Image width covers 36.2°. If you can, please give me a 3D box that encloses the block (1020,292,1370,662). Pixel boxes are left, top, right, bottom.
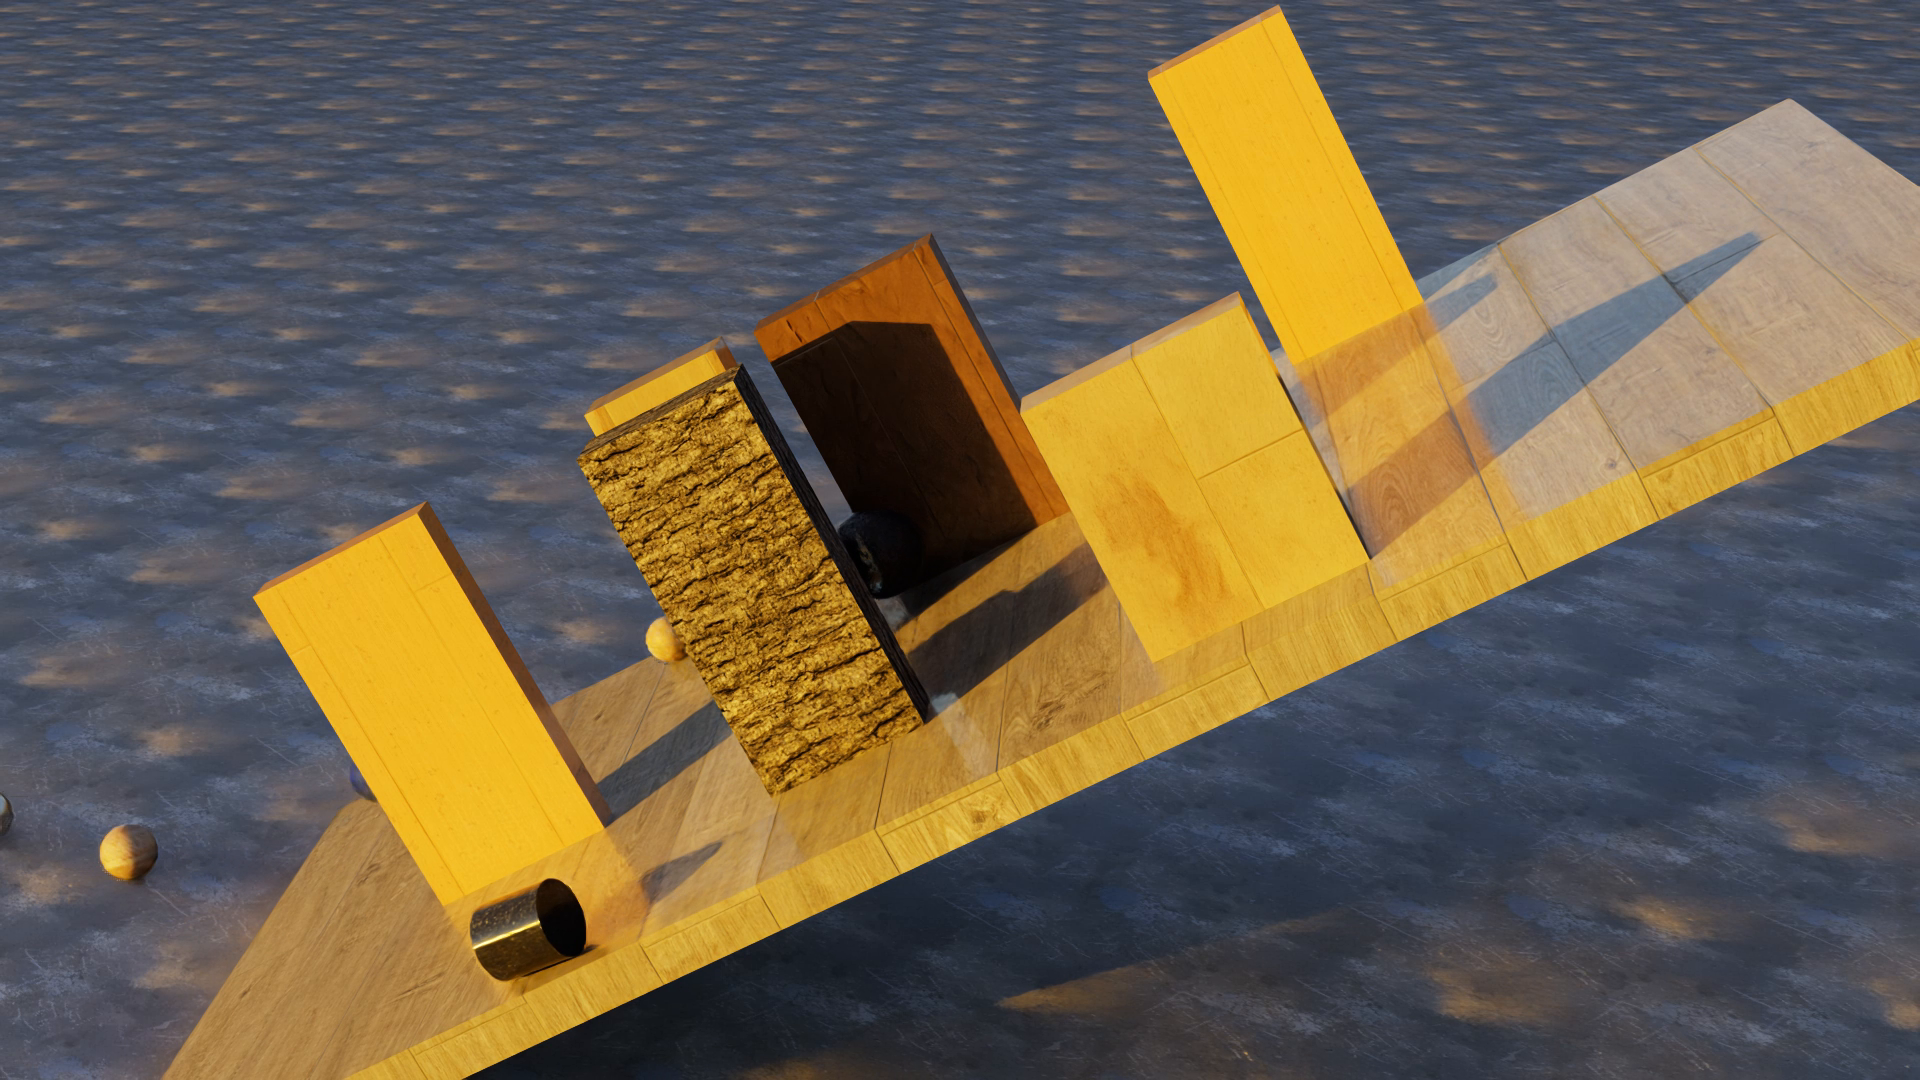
[{"bbox_3d":[0.430,-0.112,5.387,0.441,0.534,0.116,-26,14,10],"label":"block"}]

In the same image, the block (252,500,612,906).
[{"bbox_3d":[-1.108,0.351,6.213,0.401,0.780,0.095,-26,14,10],"label":"block"}]

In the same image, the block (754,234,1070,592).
[{"bbox_3d":[-0.103,-0.284,6.705,0.445,0.694,0.119,-26,14,10],"label":"block"}]

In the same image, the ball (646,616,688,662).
[{"bbox_3d":[-0.714,0.242,7.230,0.114,0.114,0.114,0,17,0],"label":"ball"}]

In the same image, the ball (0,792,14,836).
[{"bbox_3d":[-2.517,0.711,7.594,0.137,0.137,0.137,0,17,0],"label":"ball"}]

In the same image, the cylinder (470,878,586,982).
[{"bbox_3d":[-0.816,0.738,5.567,0.155,0.155,0.155,-23,8,23],"label":"cylinder"}]

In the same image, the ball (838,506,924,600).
[{"bbox_3d":[-0.185,0.030,6.634,0.208,0.208,0.208,0,17,0],"label":"ball"}]

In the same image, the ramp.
[{"bbox_3d":[0.140,0.167,6.281,4.000,0.100,2.000,-26,14,10],"label":"ramp"}]

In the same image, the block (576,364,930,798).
[{"bbox_3d":[-0.399,0.083,5.785,0.346,0.781,0.147,-26,14,10],"label":"block"}]

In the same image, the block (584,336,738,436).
[{"bbox_3d":[-0.492,-0.038,6.467,0.322,0.748,0.127,-26,14,10],"label":"block"}]

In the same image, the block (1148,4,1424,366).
[{"bbox_3d":[0.756,-0.820,6.827,0.337,0.752,0.126,-26,14,10],"label":"block"}]

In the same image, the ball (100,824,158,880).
[{"bbox_3d":[-2.081,0.780,7.364,0.140,0.140,0.140,0,17,0],"label":"ball"}]

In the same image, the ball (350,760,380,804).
[{"bbox_3d":[-1.458,0.587,7.378,0.147,0.147,0.147,0,17,0],"label":"ball"}]
